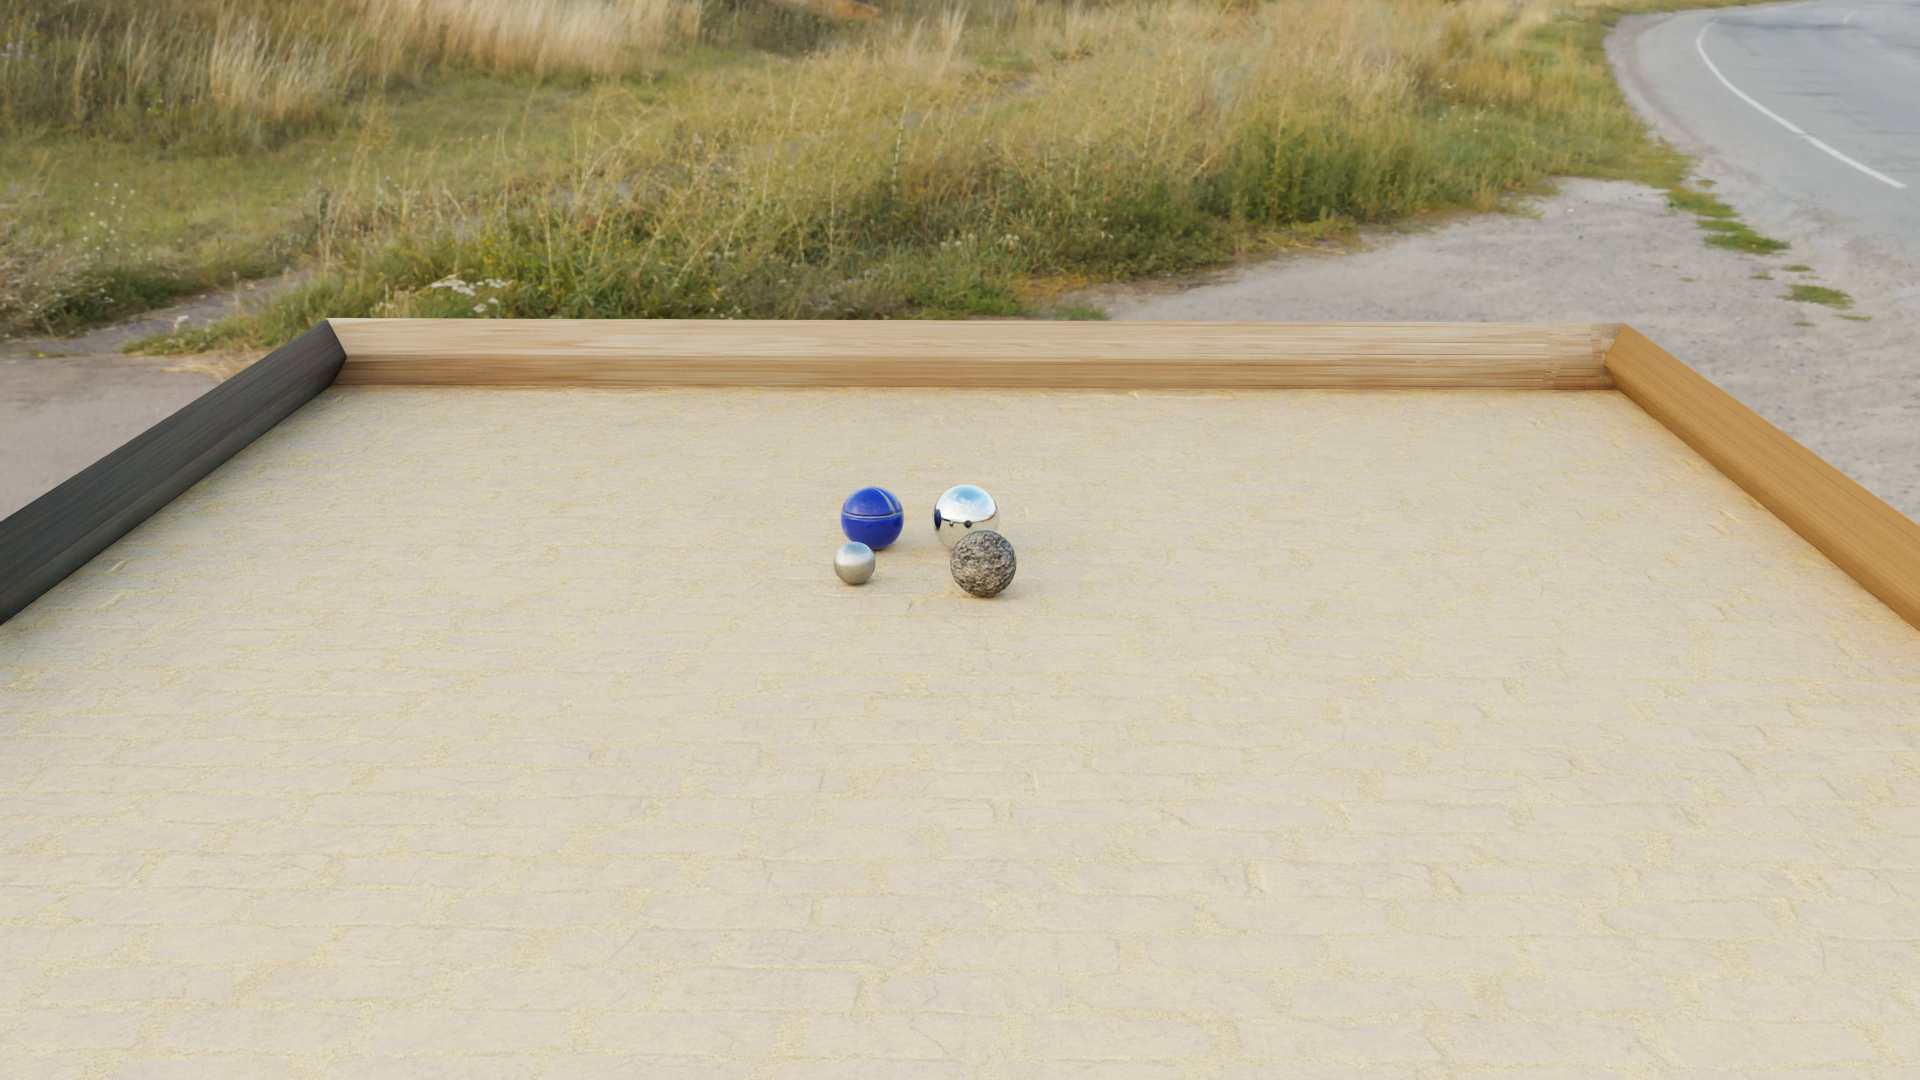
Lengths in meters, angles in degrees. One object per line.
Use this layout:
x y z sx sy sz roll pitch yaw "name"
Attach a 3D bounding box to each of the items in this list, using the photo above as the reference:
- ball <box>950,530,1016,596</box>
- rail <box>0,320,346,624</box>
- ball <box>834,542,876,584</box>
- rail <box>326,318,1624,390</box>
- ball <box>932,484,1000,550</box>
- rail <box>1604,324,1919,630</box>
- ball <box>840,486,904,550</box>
0.029 0.029 2.760 0.083 0.083 0.083 0 16 0 "ball"
-1.155 0.286 1.817 0.045 0.119 4.444 0 16 1 "rail"
-0.135 0.029 2.811 0.055 0.055 0.055 0 16 0 "ball"
0.021 -0.326 3.905 2.313 0.119 0.045 0 16 1 "rail"
0.008 -0.029 2.945 0.092 0.092 0.092 0 16 0 "ball"
1.111 0.299 1.774 0.045 0.119 4.444 0 16 1 "rail"
-0.118 -0.029 2.955 0.086 0.086 0.086 0 16 0 "ball"
